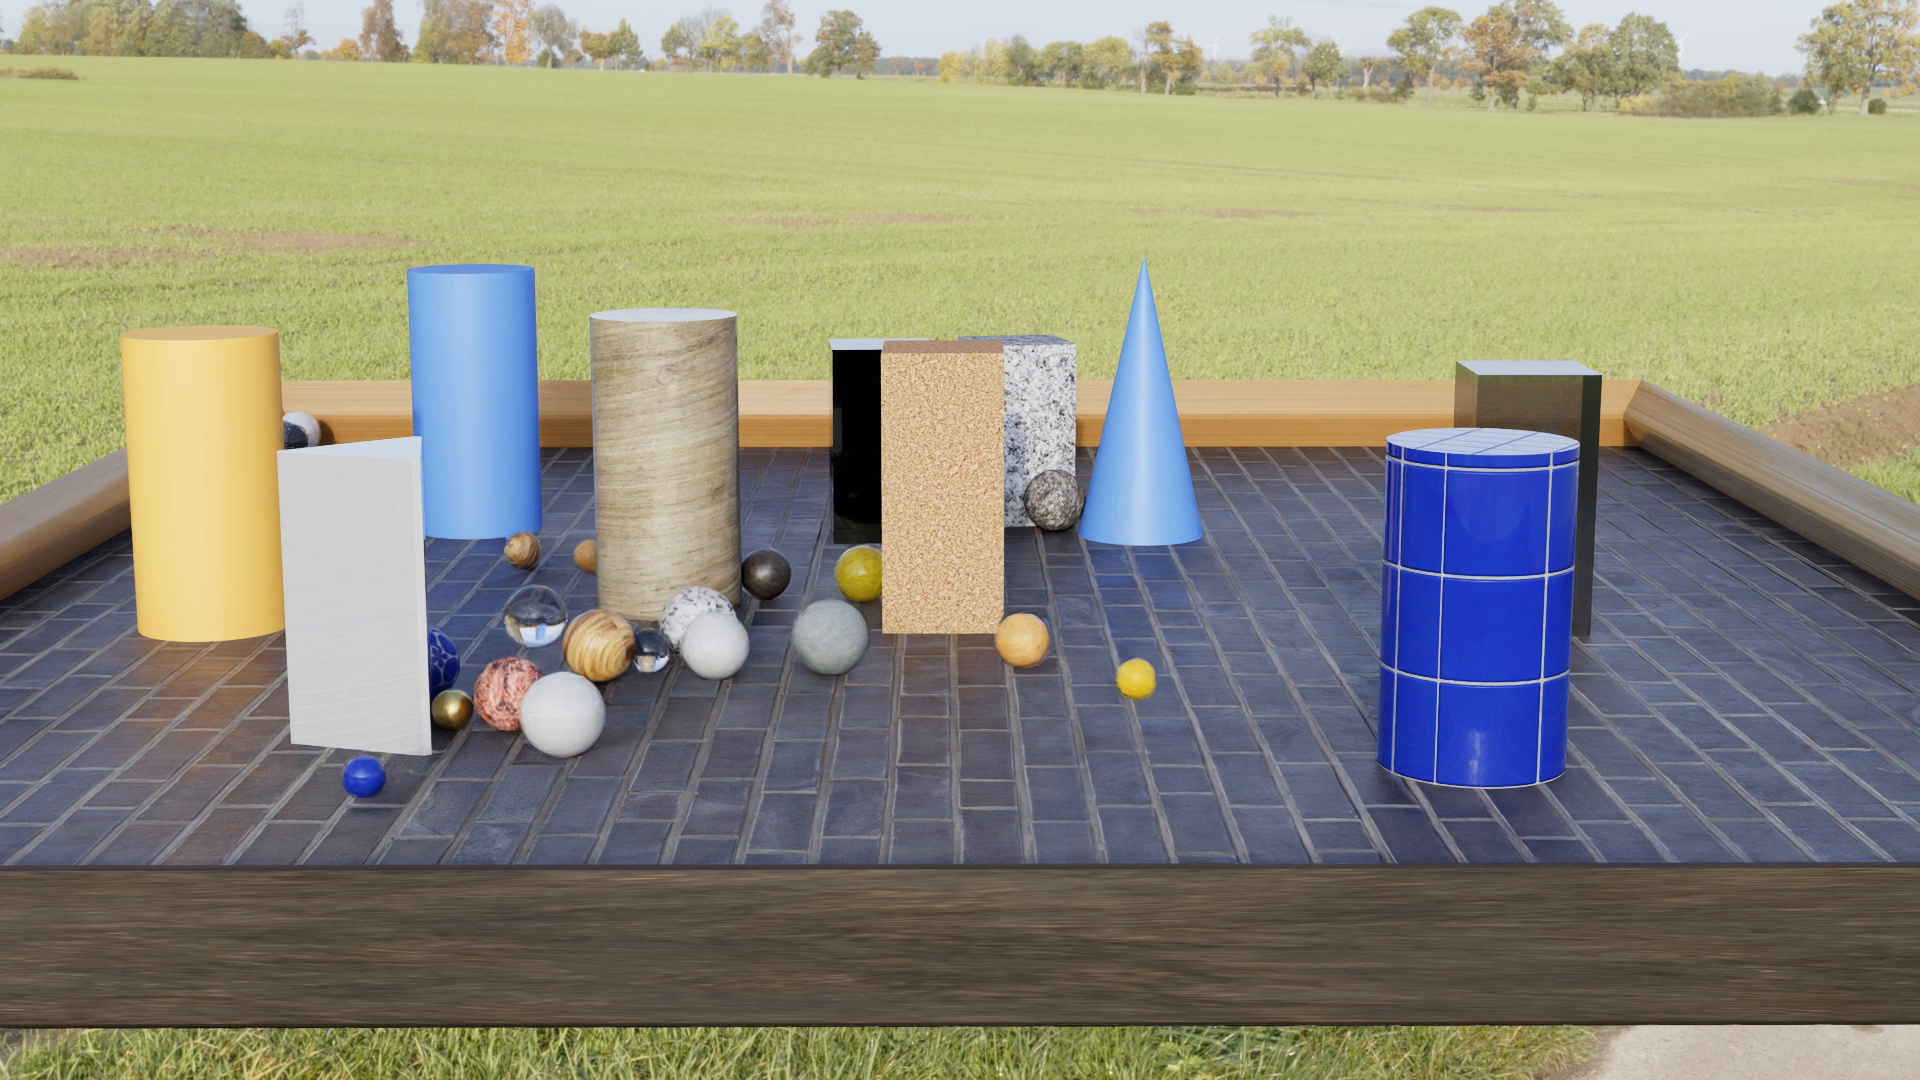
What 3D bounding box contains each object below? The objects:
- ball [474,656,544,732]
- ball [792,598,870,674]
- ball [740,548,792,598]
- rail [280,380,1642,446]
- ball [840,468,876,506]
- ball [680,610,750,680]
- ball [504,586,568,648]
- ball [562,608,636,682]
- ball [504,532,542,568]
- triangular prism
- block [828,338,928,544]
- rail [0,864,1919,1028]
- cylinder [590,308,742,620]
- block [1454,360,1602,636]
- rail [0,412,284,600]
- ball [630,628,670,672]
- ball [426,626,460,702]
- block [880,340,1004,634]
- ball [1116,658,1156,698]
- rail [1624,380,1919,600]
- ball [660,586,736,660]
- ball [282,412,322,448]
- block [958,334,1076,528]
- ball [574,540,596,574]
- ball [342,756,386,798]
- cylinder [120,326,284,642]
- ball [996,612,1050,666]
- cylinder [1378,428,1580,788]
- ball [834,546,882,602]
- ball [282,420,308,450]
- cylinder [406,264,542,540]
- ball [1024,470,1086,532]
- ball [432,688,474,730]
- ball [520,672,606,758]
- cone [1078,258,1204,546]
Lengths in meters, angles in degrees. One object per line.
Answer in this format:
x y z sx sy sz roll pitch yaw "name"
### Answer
-0.496 0.170 2.837 0.083 0.083 0.083 0 11 0 "ball"
-0.156 0.117 3.099 0.092 0.092 0.092 0 11 0 "ball"
-0.268 0.046 3.539 0.071 0.071 0.071 0 11 0 "ball"
-0.009 -0.240 4.919 2.645 0.127 0.045 0 11 0 "rail"
-0.171 -0.089 4.293 0.061 0.061 0.061 0 11 0 "ball"
-0.293 0.126 3.076 0.082 0.082 0.082 0 11 0 "ball"
-0.537 0.097 3.243 0.079 0.079 0.079 0 11 0 "ball"
-0.431 0.126 3.063 0.087 0.087 0.087 0 11 0 "ball"
-0.639 0.015 3.752 0.054 0.054 0.054 0 11 0 "ball"
-0.625 0.055 2.806 0.170 0.320 0.147 4 11 19 "triangular prism"
-0.122 -0.156 4.000 0.157 0.300 0.157 -1 11 -5 "block"
0.009 0.305 1.978 2.645 0.127 0.045 0 11 0 "rail"
-0.396 -0.106 3.464 0.196 0.397 0.196 0 11 0 "cylinder"
0.736 -0.057 3.357 0.157 0.339 0.157 0 11 1 "block"
-1.299 0.034 3.442 0.045 0.127 3.038 0 11 0 "rail"
-0.378 0.134 3.110 0.054 0.054 0.054 0 11 0 "ball"
-0.623 0.143 2.965 0.088 0.088 0.088 0 11 0 "ball"
-0.022 -0.072 3.371 0.157 0.365 0.157 0 11 0 "block"
0.205 0.161 2.984 0.047 0.047 0.047 0 11 0 "ball"
1.299 0.031 3.456 0.045 0.127 3.038 0 11 0 "rail"
-0.322 0.104 3.157 0.095 0.095 0.095 0 11 0 "ball"
-1.245 -0.200 4.829 0.084 0.084 0.084 0 11 0 "ball"
0.091 -0.179 4.149 0.157 0.290 0.157 -2 11 -12 "block"
-0.536 0.024 3.718 0.048 0.048 0.048 0 11 0 "ball"
-0.600 0.238 2.583 0.042 0.042 0.042 0 11 0 "ball"
-0.979 -0.077 3.340 0.196 0.386 0.196 0 11 0 "cylinder"
0.076 0.122 3.140 0.066 0.066 0.066 0 11 0 "ball"
0.539 0.067 2.679 0.196 0.343 0.196 0 11 0 "cylinder"
-0.133 0.047 3.513 0.079 0.079 0.079 0 11 0 "ball"
-1.248 -0.182 4.750 0.078 0.078 0.078 0 11 0 "ball"
-0.764 -0.221 4.046 0.196 0.411 0.196 0 11 0 "cylinder"
0.150 -0.063 4.050 0.098 0.098 0.098 0 11 0 "ball"
-0.562 0.187 2.843 0.046 0.046 0.046 0 11 0 "ball"
-0.423 0.186 2.730 0.091 0.091 0.091 0 11 0 "ball"
0.284 -0.225 3.991 0.196 0.438 0.196 0 11 0 "cone"
